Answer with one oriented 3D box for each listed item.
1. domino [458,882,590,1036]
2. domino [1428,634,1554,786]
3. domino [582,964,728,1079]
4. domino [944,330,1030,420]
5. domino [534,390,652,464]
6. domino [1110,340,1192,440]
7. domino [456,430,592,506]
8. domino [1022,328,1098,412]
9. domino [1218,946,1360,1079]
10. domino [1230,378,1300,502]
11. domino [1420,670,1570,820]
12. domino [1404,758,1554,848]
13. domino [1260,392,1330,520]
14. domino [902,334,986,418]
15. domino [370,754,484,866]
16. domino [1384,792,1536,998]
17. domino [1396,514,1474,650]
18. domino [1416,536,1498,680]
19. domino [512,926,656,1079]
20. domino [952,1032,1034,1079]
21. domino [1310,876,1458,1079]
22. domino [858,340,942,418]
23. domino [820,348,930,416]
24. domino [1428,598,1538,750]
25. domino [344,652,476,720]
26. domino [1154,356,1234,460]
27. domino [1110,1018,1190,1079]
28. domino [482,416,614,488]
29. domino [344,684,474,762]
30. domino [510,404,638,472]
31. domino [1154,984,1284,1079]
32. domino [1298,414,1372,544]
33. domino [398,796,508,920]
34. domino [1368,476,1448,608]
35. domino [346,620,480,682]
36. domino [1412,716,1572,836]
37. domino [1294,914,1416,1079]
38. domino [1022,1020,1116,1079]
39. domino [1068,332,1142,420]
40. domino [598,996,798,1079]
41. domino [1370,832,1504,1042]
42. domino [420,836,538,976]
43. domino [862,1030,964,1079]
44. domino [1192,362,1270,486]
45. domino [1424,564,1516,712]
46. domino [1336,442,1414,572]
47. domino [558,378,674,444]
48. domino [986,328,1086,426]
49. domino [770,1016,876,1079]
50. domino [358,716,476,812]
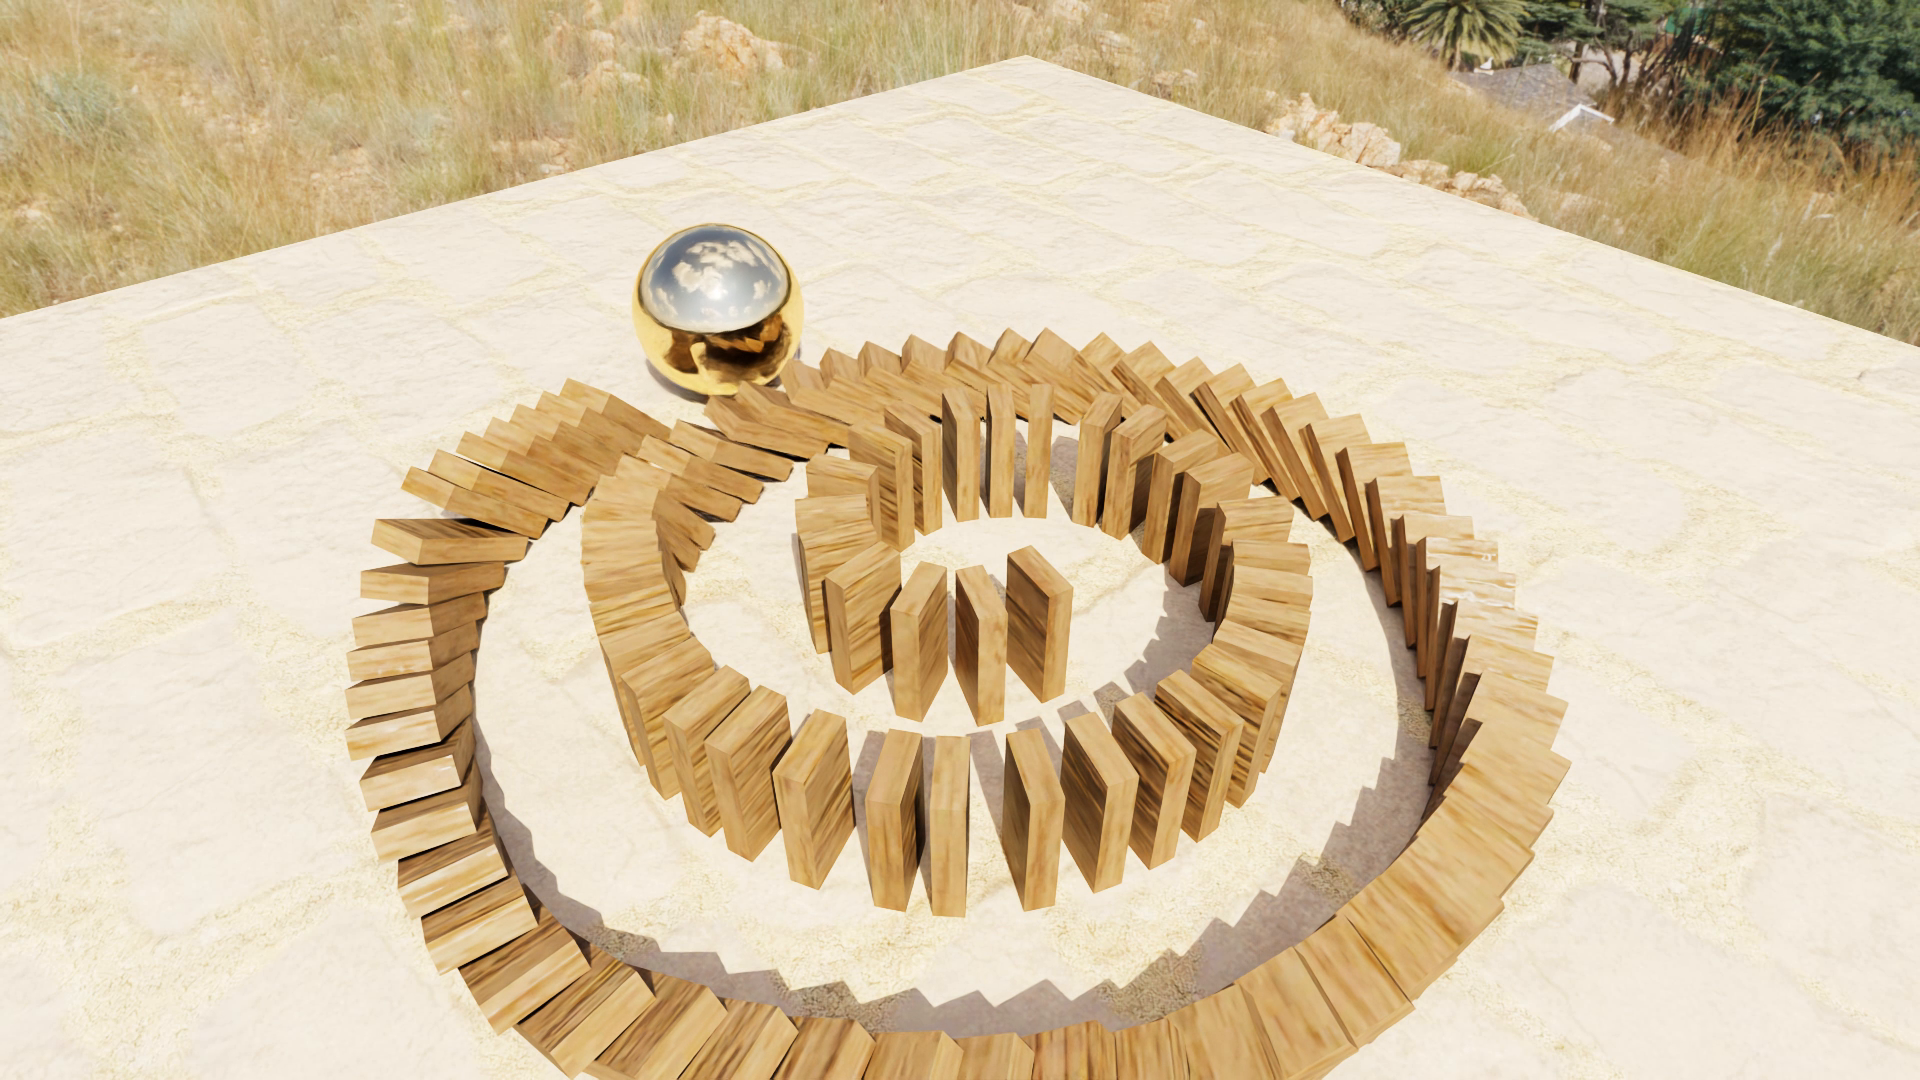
[{"bbox_3d":[-0.118,0.109,0.291,0.025,0.009,0.050,-32,19,-30],"label":"domino"},{"bbox_3d":[0.169,0.058,0.351,0.025,0.009,0.050,16,78,19],"label":"domino"},{"bbox_3d":[-0.083,0.121,0.276,0.050,0.009,0.025,-9,28,42],"label":"domino"},{"bbox_3d":[0.017,-0.077,0.517,0.050,0.009,0.025,27,36,-17],"label":"domino"},{"bbox_3d":[-0.156,-0.048,0.474,0.025,0.050,0.010,21,84,24],"label":"domino"},{"bbox_3d":[0.095,-0.067,0.506,0.050,0.009,0.025,49,51,8],"label":"domino"},{"bbox_3d":[-0.178,-0.029,0.451,0.025,0.050,0.009,21,84,23],"label":"domino"},{"bbox_3d":[0.055,-0.077,0.516,0.050,0.009,0.025,36,40,-7],"label":"domino"},{"bbox_3d":[0.068,0.125,0.270,0.050,0.010,0.025,-36,43,9],"label":"domino"},{"bbox_3d":[0.140,-0.043,0.474,0.025,0.010,0.050,-23,80,-26],"label":"domino"},{"bbox_3d":[0.164,0.068,0.338,0.025,0.010,0.050,23,80,23],"label":"domino"},{"bbox_3d":[0.142,0.090,0.313,0.025,0.010,0.050,35,84,35],"label":"domino"},{"bbox_3d":[0.150,-0.036,0.465,0.025,0.010,0.050,-19,79,-25],"label":"domino"},{"bbox_3d":[-0.003,-0.076,0.516,0.050,0.010,0.025,25,32,-21],"label":"domino"},{"bbox_3d":[-0.157,0.079,0.328,0.025,0.009,0.050,-17,11,-19],"label":"domino"},{"bbox_3d":[0.131,0.097,0.303,0.050,0.010,0.025,-48,55,-3],"label":"domino"},{"bbox_3d":[0.177,0.016,0.406,0.025,0.009,0.050,3,68,3],"label":"domino"},{"bbox_3d":[0.177,0.025,0.391,0.025,0.010,0.050,5,76,4],"label":"domino"},{"bbox_3d":[-0.101,0.116,0.281,0.050,0.010,0.025,-3,30,50],"label":"domino"},{"bbox_3d":[-0.008,0.133,0.261,0.050,0.010,0.025,-20,31,28],"label":"domino"},{"bbox_3d":[0.100,0.114,0.285,0.050,0.009,0.025,-42,47,1],"label":"domino"},{"bbox_3d":[-0.023,-0.073,0.512,0.050,0.010,0.025,22,29,-26],"label":"domino"},{"bbox_3d":[-0.039,-0.070,0.508,0.050,0.009,0.025,20,29,-29],"label":"domino"},{"bbox_3d":[0.173,0.047,0.364,0.025,0.010,0.050,12,77,14],"label":"domino"},{"bbox_3d":[-0.180,0.047,0.364,0.025,0.009,0.050,-10,5,-10],"label":"domino"},{"bbox_3d":[0.113,-0.057,0.495,0.025,0.010,0.050,-32,78,-33],"label":"domino"},{"bbox_3d":[0.030,0.134,0.261,0.050,0.010,0.025,-25,34,21],"label":"domino"},{"bbox_3d":[-0.170,-0.035,0.459,0.025,0.050,0.009,21,84,24],"label":"domino"},{"bbox_3d":[-0.175,0.057,0.351,0.025,0.010,0.050,-12,5,-13],"label":"domino"},{"bbox_3d":[-0.163,-0.041,0.466,0.025,0.050,0.009,20,84,24],"label":"domino"},{"bbox_3d":[0.051,0.130,0.264,0.050,0.009,0.025,-31,40,14],"label":"domino"},{"bbox_3d":[0.161,-0.026,0.453,0.025,0.009,0.050,-12,75,-18],"label":"domino"},{"bbox_3d":[-0.145,0.089,0.314,0.025,0.010,0.050,-23,13,-24],"label":"domino"},{"bbox_3d":[0.175,0.000,0.423,0.025,0.009,0.050,-1,71,-2],"label":"domino"},{"bbox_3d":[-0.185,0.037,0.376,0.025,0.010,0.050,-8,4,-7],"label":"domino"},{"bbox_3d":[0.155,0.080,0.324,0.025,0.009,0.050,31,83,32],"label":"domino"},{"bbox_3d":[0.085,0.120,0.276,0.050,0.010,0.025,-39,45,6],"label":"domino"},{"bbox_3d":[0.013,0.133,0.260,0.050,0.010,0.025,-24,34,23],"label":"domino"},{"bbox_3d":[0.077,-0.073,0.512,0.050,0.010,0.025,43,47,3],"label":"domino"},{"bbox_3d":[-0.066,0.126,0.270,0.050,0.010,0.025,-12,28,39],"label":"domino"},{"bbox_3d":[0.117,0.106,0.294,0.050,0.009,0.025,-45,52,-1],"label":"domino"},{"bbox_3d":[-0.135,0.099,0.304,0.025,0.009,0.050,-23,15,-26],"label":"domino"},{"bbox_3d":[-0.025,0.132,0.262,0.050,0.010,0.025,-18,32,31],"label":"domino"},{"bbox_3d":[0.127,-0.051,0.484,0.025,0.009,0.050,-28,83,-31],"label":"domino"},{"bbox_3d":[0.175,0.035,0.378,0.025,0.009,0.050,7,77,7],"label":"domino"},{"bbox_3d":[0.170,-0.014,0.439,0.025,0.009,0.050,-6,73,-8],"label":"domino"},{"bbox_3d":[-0.149,-0.054,0.482,0.025,0.050,0.010,21,84,23],"label":"domino"},{"bbox_3d":[0.038,-0.077,0.518,0.050,0.010,0.025,33,40,-10],"label":"domino"},{"bbox_3d":[-0.047,0.129,0.266,0.050,0.009,0.025,-14,29,34],"label":"domino"},{"bbox_3d":[-0.166,0.068,0.340,0.025,0.010,0.050,-15,9,-17],"label":"domino"}]
